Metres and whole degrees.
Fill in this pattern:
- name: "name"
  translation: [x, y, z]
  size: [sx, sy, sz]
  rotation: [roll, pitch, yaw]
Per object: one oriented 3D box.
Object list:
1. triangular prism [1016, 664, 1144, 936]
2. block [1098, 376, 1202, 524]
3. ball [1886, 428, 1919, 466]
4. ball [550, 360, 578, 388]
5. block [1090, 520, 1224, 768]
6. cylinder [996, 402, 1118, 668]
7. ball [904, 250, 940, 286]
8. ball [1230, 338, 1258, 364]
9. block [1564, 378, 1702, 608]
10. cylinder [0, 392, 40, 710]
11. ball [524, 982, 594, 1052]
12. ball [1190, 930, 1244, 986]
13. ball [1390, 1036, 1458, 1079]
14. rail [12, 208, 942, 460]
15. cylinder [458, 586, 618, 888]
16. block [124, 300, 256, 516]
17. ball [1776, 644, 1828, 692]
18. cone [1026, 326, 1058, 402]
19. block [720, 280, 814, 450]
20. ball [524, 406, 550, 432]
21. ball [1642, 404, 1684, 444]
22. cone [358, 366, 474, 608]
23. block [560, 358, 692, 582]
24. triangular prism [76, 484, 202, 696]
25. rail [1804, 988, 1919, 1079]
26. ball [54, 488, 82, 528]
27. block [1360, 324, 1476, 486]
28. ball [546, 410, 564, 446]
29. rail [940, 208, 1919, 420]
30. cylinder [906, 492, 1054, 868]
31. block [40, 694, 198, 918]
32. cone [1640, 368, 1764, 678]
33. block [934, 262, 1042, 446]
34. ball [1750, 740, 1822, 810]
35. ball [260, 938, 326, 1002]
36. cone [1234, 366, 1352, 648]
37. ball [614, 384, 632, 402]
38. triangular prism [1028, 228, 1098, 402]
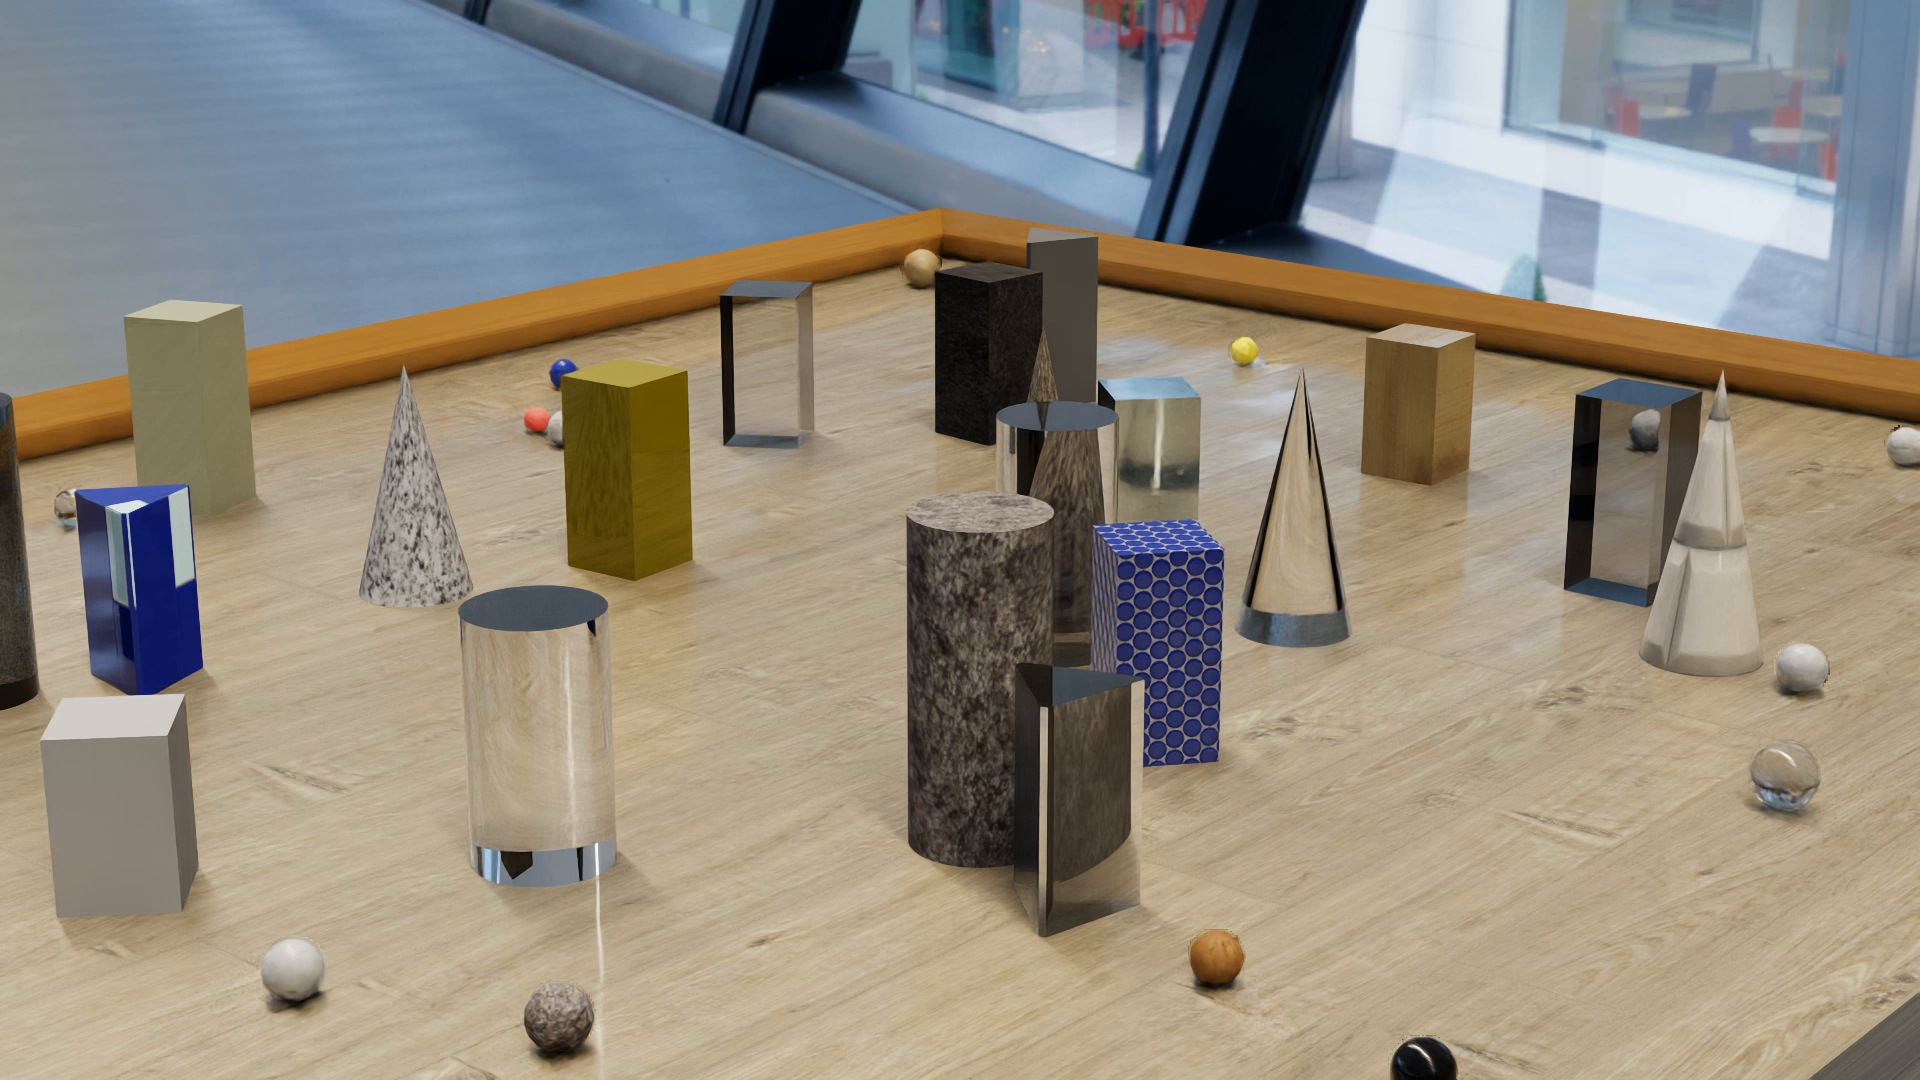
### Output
- name: "triangular prism"
  translation: [0.124, 0.327, 3.825]
  size: [0.172, 0.313, 0.149]
  rotation: [-13, 21, -38]
- name: "block"
  translation: [0.347, -0.142, 5.432]
  size: [0.159, 0.286, 0.159]
  rotation: [-3, 17, -8]
- name: "ball"
  translation: [1.918, -0.189, 5.944]
  size: [0.079, 0.079, 0.079]
  rotation: [0, 17, 0]
- name: "ball"
  translation: [-0.889, -0.373, 6.579]
  size: [0.066, 0.066, 0.066]
  rotation: [0, 17, 0]
- name: "block"
  translation: [0.292, 0.154, 4.373]
  size: [0.159, 0.330, 0.159]
  rotation: [-3, 17, -10]
- name: "cylinder"
  translation: [0.157, -0.011, 4.803]
  size: [0.199, 0.397, 0.199]
  rotation: [0, 17, 0]
- name: "ball"
  translation: [-0.099, -0.708, 7.637]
  size: [0.098, 0.098, 0.098]
  rotation: [0, 17, 0]
- name: "ball"
  translation: [0.659, -0.438, 6.801]
  size: [0.063, 0.063, 0.063]
  rotation: [0, 17, 0]
- name: "block"
  translation: [1.175, -0.085, 5.123]
  size: [0.159, 0.354, 0.159]
  rotation: [13, 21, 38]
- name: "cylinder"
  translation: [-1.561, 0.018, 4.575]
  size: [0.199, 0.474, 0.199]
  rotation: [0, 17, 0]
- name: "ball"
  translation: [-0.472, 0.562, 3.448]
  size: [0.082, 0.082, 0.082]
  rotation: [0, 17, 0]
- name: "ball"
  translation: [0.317, 0.516, 3.625]
  size: [0.067, 0.067, 0.067]
  rotation: [0, 17, 0]
- name: "ball"
  translation: [0.526, 0.602, 3.324]
  size: [0.077, 0.077, 0.077]
  rotation: [0, 17, 0]
- name: "rail"
  translation: [-1.524, -0.349, 6.387]
  size: [0.045, 0.129, 4.542]
  rotation: [14, 22, 39]
- name: "cylinder"
  translation: [-0.568, 0.263, 3.958]
  size: [0.199, 0.360, 0.199]
  rotation: [0, 17, 0]
- name: "block"
  translation: [-1.480, -0.255, 5.644]
  size: [0.159, 0.380, 0.159]
  rotation: [5, 18, 17]
- name: "ball"
  translation: [1.334, 0.203, 4.646]
  size: [0.079, 0.079, 0.079]
  rotation: [0, 17, 0]
- name: "cone"
  translation: [0.141, -0.128, 5.022]
  size: [0.199, 0.496, 0.199]
  rotation: [0, 17, 0]
- name: "block"
  translation: [-0.401, -0.367, 6.120]
  size: [0.159, 0.320, 0.159]
  rotation: [3, 17, 9]
- name: "ball"
  translation: [-0.895, -0.255, 6.206]
  size: [0.055, 0.055, 0.055]
  rotation: [0, 17, 0]
- name: "ball"
  translation: [1.465, -0.241, 6.111]
  size: [0.083, 0.083, 0.083]
  rotation: [0, 17, 0]
- name: "cone"
  translation: [-0.957, -0.108, 5.103]
  size: [0.199, 0.410, 0.199]
  rotation: [0, 17, 0]
- name: "block"
  translation: [-0.597, -0.128, 5.267]
  size: [0.159, 0.354, 0.159]
  rotation: [11, 20, 33]
- name: "triangular prism"
  translation: [-1.289, 0.073, 4.680]
  size: [0.149, 0.307, 0.172]
  rotation: [-14, 22, -39]
- name: "rail"
  translation: [1.524, 0.414, 3.853]
  size: [0.045, 0.129, 4.542]
  rotation: [14, 22, 39]
- name: "ball"
  translation: [-1.671, -0.062, 5.530]
  size: [0.075, 0.075, 0.075]
  rotation: [0, 17, 0]
- name: "block"
  translation: [0.918, -0.273, 5.876]
  size: [0.159, 0.280, 0.159]
  rotation: [12, 21, 35]
- name: "ball"
  translation: [-0.821, -0.232, 6.096]
  size: [0.075, 0.075, 0.075]
  rotation: [0, 17, 0]
- name: "rail"
  translation: [1.473, -0.457, 6.745]
  size: [4.084, 0.129, 0.045]
  rotation: [14, 22, 39]
- name: "cylinder"
  translation: [0.027, 0.189, 4.005]
  size: [0.199, 0.474, 0.199]
  rotation: [0, 17, 0]
- name: "block"
  translation: [-1.106, 0.349, 3.869]
  size: [0.159, 0.247, 0.159]
  rotation: [-2, 17, -6]
- name: "cone"
  translation: [1.217, -0.040, 4.746]
  size: [0.199, 0.486, 0.199]
  rotation: [0, 17, 0]
- name: "block"
  translation: [0.060, -0.394, 6.162]
  size: [0.159, 0.346, 0.159]
  rotation: [-16, 23, -42]
- name: "ball"
  translation: [1.174, 0.335, 4.173]
  size: [0.098, 0.098, 0.098]
  rotation: [0, 17, 0]
- name: "ball"
  translation: [-0.814, 0.525, 3.579]
  size: [0.077, 0.077, 0.077]
  rotation: [0, 17, 0]
- name: "cone"
  translation: [0.564, -0.070, 4.891]
  size: [0.199, 0.460, 0.199]
  rotation: [0, 17, 0]
- name: "ball"
  translation: [-0.741, -0.324, 6.461]
  size: [0.040, 0.040, 0.040]
  rotation: [0, 17, 0]
- name: "triangular prism"
  translation: [0.192, -0.492, 6.449]
  size: [0.172, 0.369, 0.149]
  rotation: [-8, 18, -25]
